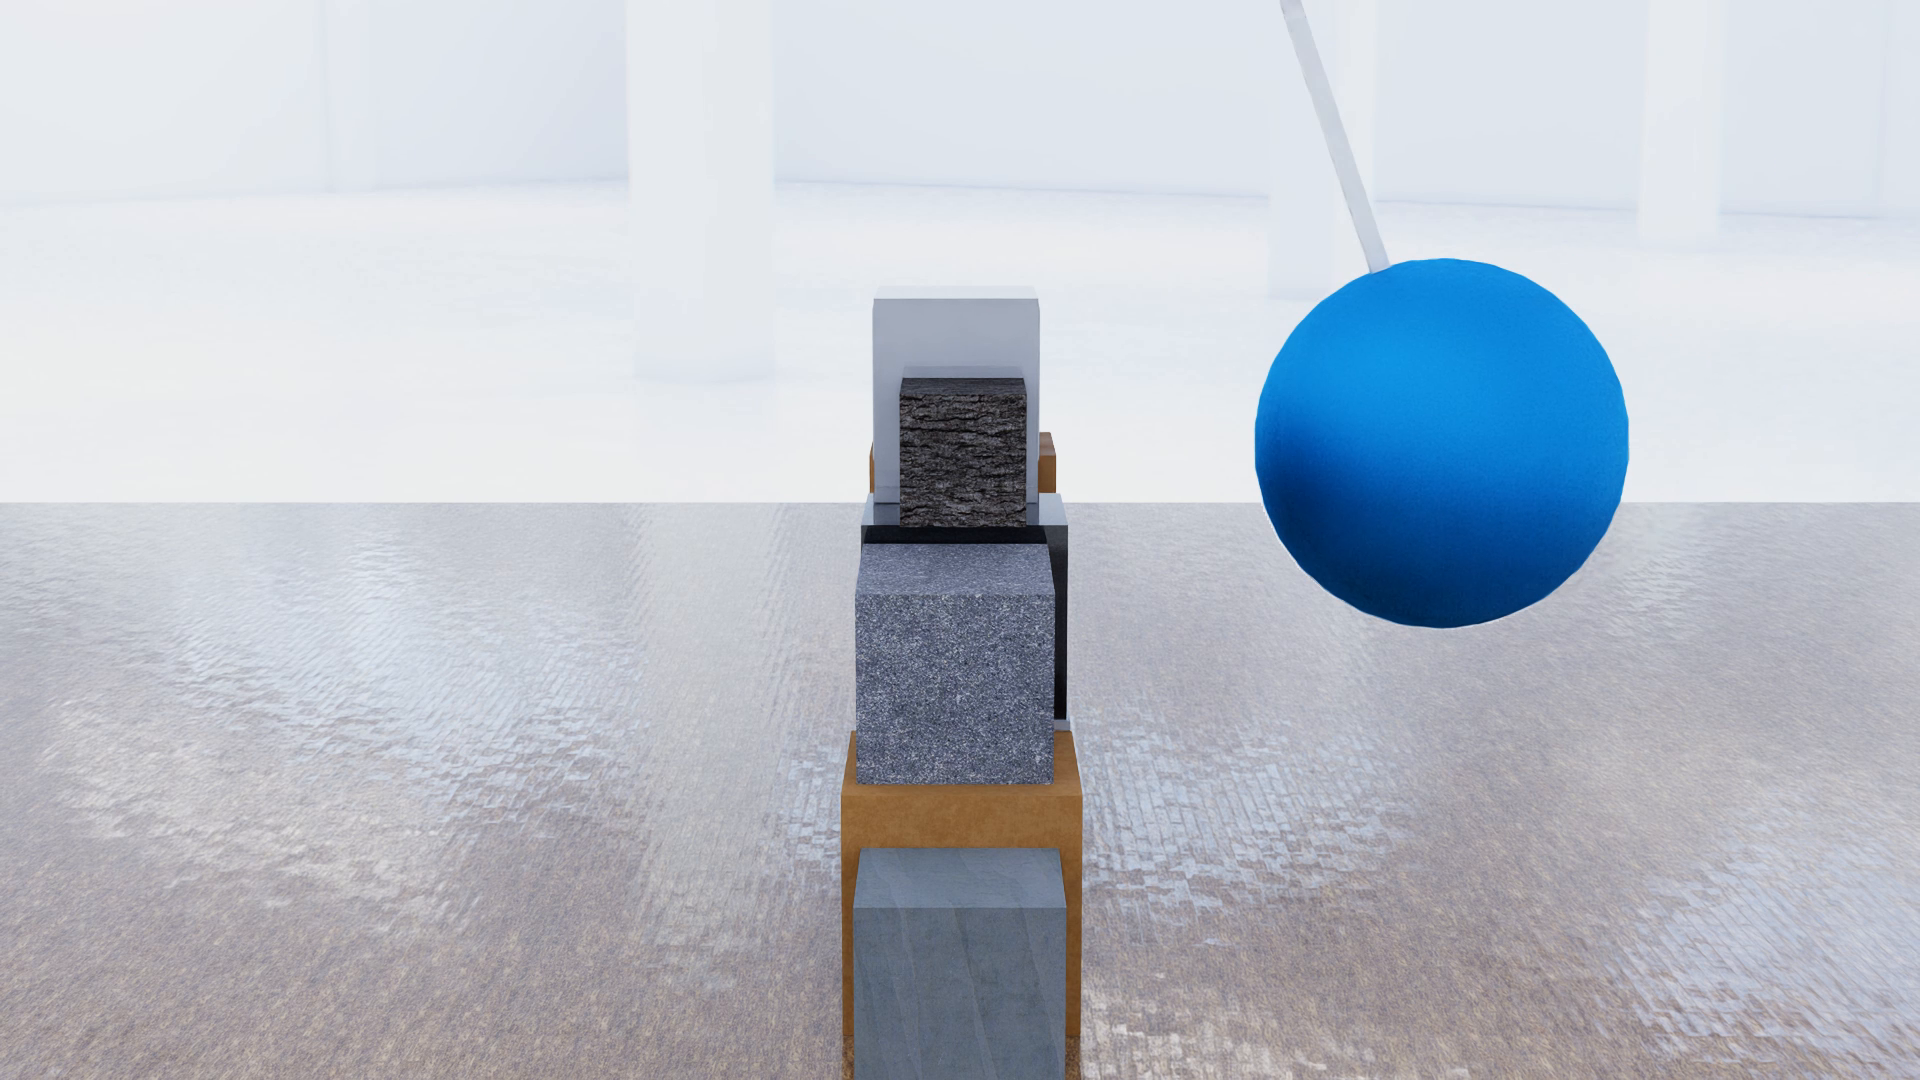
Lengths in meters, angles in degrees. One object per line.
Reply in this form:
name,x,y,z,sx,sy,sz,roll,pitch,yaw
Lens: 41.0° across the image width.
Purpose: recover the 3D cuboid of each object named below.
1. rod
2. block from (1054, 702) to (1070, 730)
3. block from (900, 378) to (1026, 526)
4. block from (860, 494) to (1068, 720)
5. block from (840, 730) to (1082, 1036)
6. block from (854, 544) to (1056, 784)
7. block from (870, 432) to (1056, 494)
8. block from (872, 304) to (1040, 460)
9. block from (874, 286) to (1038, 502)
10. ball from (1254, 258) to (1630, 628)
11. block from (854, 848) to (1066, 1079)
rod,0.899,-3.556,10.534,0.080,5.200,0.080,-20,10,4
block,0.018,1.117,10.758,0.845,0.953,0.851,0,10,0
block,0.012,-0.359,10.317,0.497,0.525,0.552,0,10,0
block,0.018,0.260,10.592,0.819,0.792,0.784,0,10,0
block,0.006,1.297,9.871,0.881,0.916,0.938,0,10,0
block,-0.018,0.459,9.792,0.727,0.724,0.819,0,13,0
block,0.013,-0.073,12.028,0.846,0.768,0.780,0,10,0
block,-0.017,-0.755,11.742,0.742,0.676,0.749,0,10,0
block,-0.016,-0.638,10.971,0.676,0.845,0.802,0,9,0
ball,2.074,-0.417,11.104,1.600,1.600,1.600,0,10,0
block,-0.001,1.539,9.081,0.722,0.723,0.683,0,10,0
